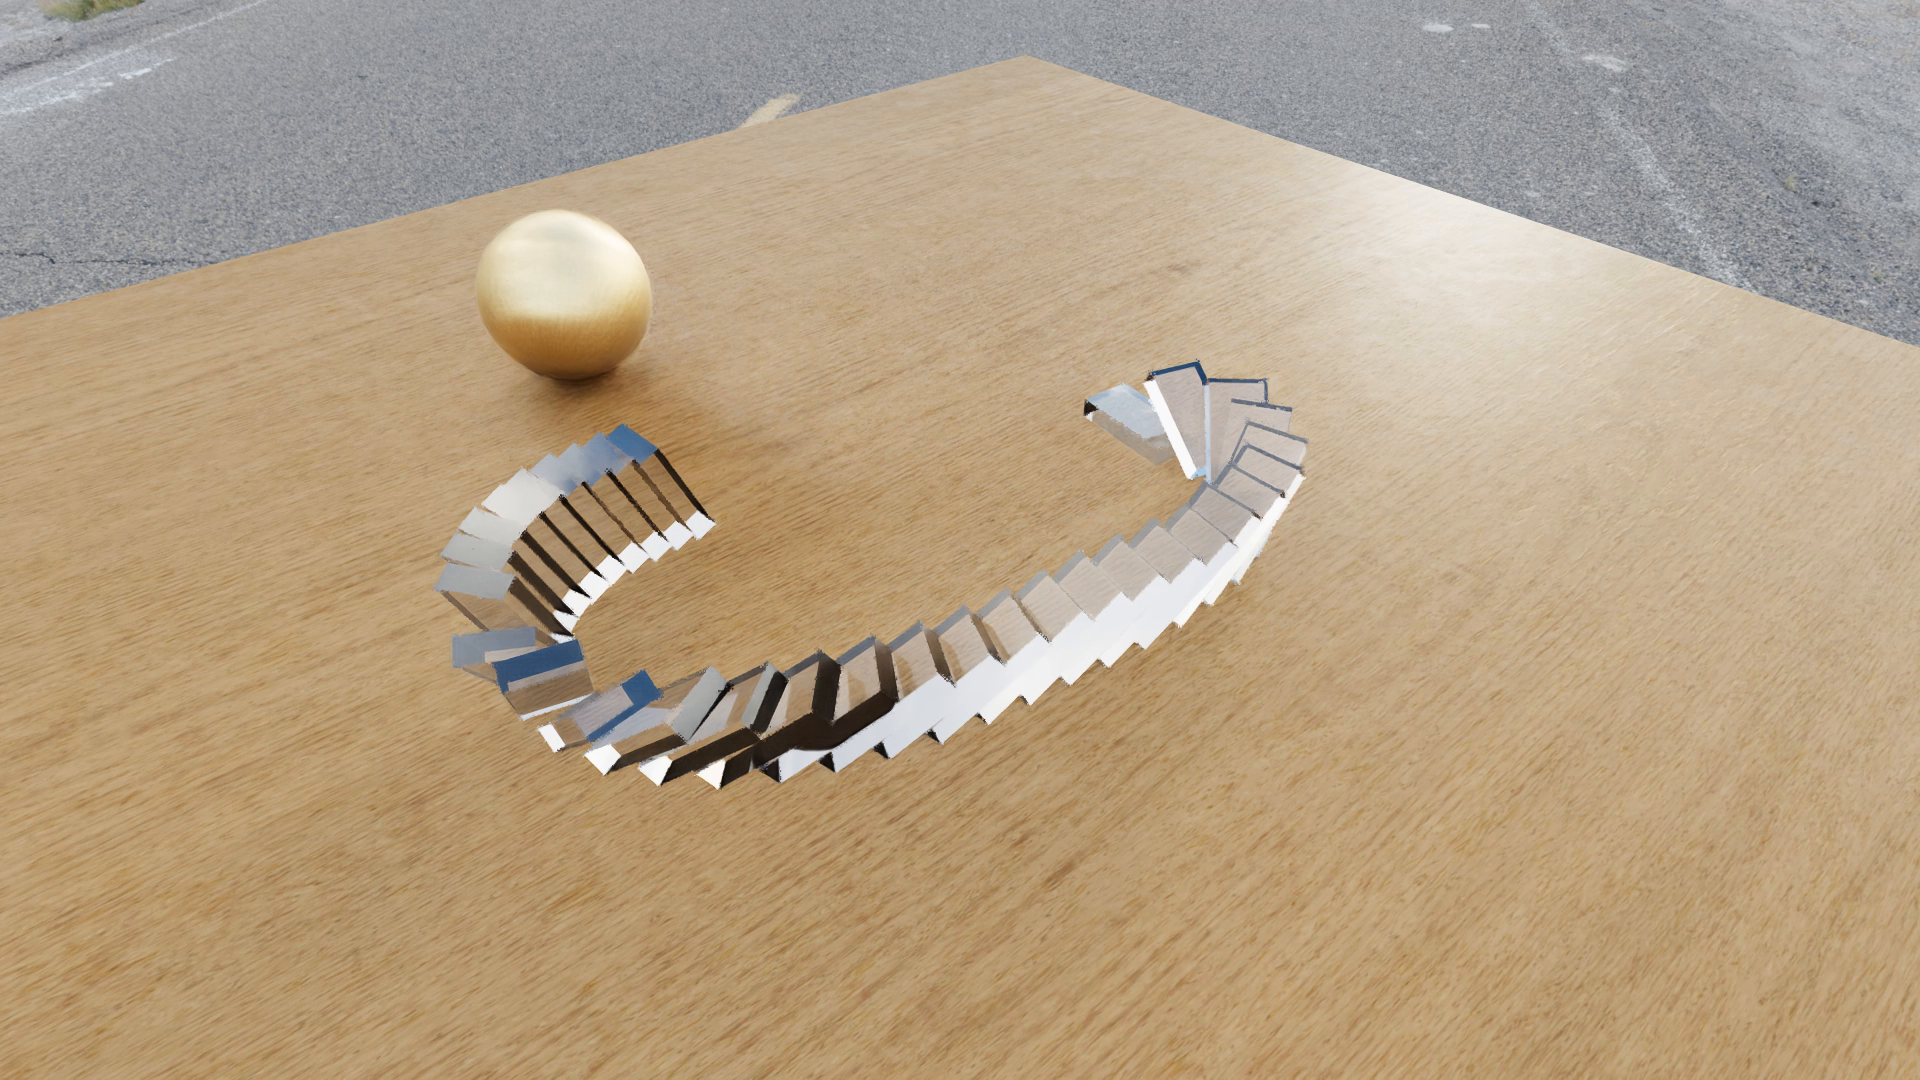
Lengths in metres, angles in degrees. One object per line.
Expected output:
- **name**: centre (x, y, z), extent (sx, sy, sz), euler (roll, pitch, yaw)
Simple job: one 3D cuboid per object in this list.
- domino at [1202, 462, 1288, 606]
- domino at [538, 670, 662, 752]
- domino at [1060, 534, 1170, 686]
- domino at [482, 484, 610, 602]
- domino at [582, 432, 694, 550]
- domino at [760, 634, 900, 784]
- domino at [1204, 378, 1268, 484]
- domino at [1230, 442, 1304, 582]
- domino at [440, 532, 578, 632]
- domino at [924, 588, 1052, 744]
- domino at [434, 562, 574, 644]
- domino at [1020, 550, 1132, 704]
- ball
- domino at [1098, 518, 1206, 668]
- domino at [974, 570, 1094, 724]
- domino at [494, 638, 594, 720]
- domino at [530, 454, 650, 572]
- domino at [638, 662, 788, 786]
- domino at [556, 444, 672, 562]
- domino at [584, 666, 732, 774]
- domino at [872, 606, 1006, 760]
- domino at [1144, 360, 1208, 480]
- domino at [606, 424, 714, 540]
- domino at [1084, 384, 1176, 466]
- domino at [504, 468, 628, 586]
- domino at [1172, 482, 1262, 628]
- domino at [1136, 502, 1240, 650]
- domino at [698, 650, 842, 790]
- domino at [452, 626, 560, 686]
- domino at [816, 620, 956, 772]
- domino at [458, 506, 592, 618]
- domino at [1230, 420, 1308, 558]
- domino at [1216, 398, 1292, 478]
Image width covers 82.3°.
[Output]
- **domino**: centre (0.100, -0.003, 0.424), extent (0.025, 0.009, 0.050), euler (36, 89, 34)
- **domino**: centre (-0.116, 0.055, 0.351), extent (0.025, 0.010, 0.050), euler (-35, 7, -34)
- **domino**: centre (0.048, 0.025, 0.392), extent (0.050, 0.010, 0.025), euler (-46, 48, 3)
- **domino**: centre (-0.153, 0.002, 0.409), extent (0.025, 0.050, 0.009), euler (27, 67, 29)
- **domino**: centre (-0.127, -0.019, 0.434), extent (0.025, 0.050, 0.009), euler (32, 70, 33)
- **domino**: centre (-0.043, 0.055, 0.355), extent (0.050, 0.010, 0.025), euler (-35, 37, 16)
- **domino**: centre (0.119, -0.044, 0.473), extent (0.025, 0.009, 0.050), euler (1, 80, 1)
- **domino**: centre (0.111, -0.011, 0.434), extent (0.025, 0.010, 0.050), euler (31, 86, 30)
- **domino**: centre (-0.159, 0.017, 0.391), extent (0.025, 0.050, 0.009), euler (15, 63, 17)
- **domino**: centre (0.004, 0.042, 0.370), extent (0.050, 0.010, 0.025), euler (-42, 45, 7)
- **domino**: centre (-0.156, 0.026, 0.380), extent (0.025, 0.050, 0.010), euler (9, 62, 11)
- **domino**: centre (0.033, 0.030, 0.385), extent (0.050, 0.010, 0.025), euler (-45, 48, 3)
- **ball**: centre (-0.190, -0.118, 0.531), extent (0.080, 0.080, 0.080), euler (0, 39, 0)
- **domino**: centre (0.062, 0.019, 0.398), extent (0.050, 0.009, 0.025), euler (-46, 48, 3)
- **domino**: centre (0.019, 0.036, 0.378), extent (0.050, 0.009, 0.025), euler (-44, 47, 3)
- **domino**: centre (-0.134, 0.046, 0.358), extent (0.025, 0.050, 0.009), euler (-17, 77, -19)
- **domino**: centre (-0.142, -0.010, 0.423), extent (0.025, 0.050, 0.009), euler (32, 70, 33)
- **domino**: centre (-0.078, 0.059, 0.349), extent (0.050, 0.009, 0.025), euler (-27, 27, 31)
- **domino**: centre (-0.134, -0.014, 0.429), extent (0.025, 0.050, 0.009), euler (32, 70, 33)
- **domino**: centre (-0.096, 0.058, 0.349), extent (0.050, 0.009, 0.025), euler (-25, 22, 40)
- **domino**: centre (-0.011, 0.047, 0.364), extent (0.050, 0.010, 0.025), euler (-39, 42, 10)
- **domino**: centre (0.104, -0.054, 0.490), extent (0.025, 0.009, 0.050), euler (-15, 72, -18)
- **domino**: centre (-0.119, -0.023, 0.439), extent (0.025, 0.050, 0.009), euler (32, 70, 33)
- **domino**: centre (0.083, -0.054, 0.510), extent (0.025, 0.010, 0.050), euler (-24, 45, -27)
- **domino**: centre (-0.149, -0.004, 0.417), extent (0.025, 0.050, 0.009), euler (28, 68, 30)
- **domino**: centre (0.088, 0.005, 0.415), extent (0.025, 0.010, 0.050), euler (37, 89, 36)
- **domino**: centre (0.076, 0.013, 0.405), extent (0.050, 0.009, 0.025), euler (-47, 49, 3)
- **domino**: centre (-0.061, 0.057, 0.350), extent (0.050, 0.009, 0.025), euler (-31, 32, 24)
- **domino**: centre (-0.147, 0.040, 0.366), extent (0.025, 0.050, 0.010), euler (-6, 75, -6)
- **domino**: centre (-0.027, 0.051, 0.359), extent (0.050, 0.009, 0.025), euler (-37, 40, 12)
- **domino**: centre (-0.157, 0.009, 0.400), extent (0.025, 0.050, 0.009), euler (20, 64, 23)
- **domino**: centre (0.119, -0.021, 0.446), extent (0.025, 0.009, 0.050), euler (22, 83, 23)
- **domino**: centre (0.121, -0.032, 0.459), extent (0.025, 0.010, 0.050), euler (11, 80, 13)
